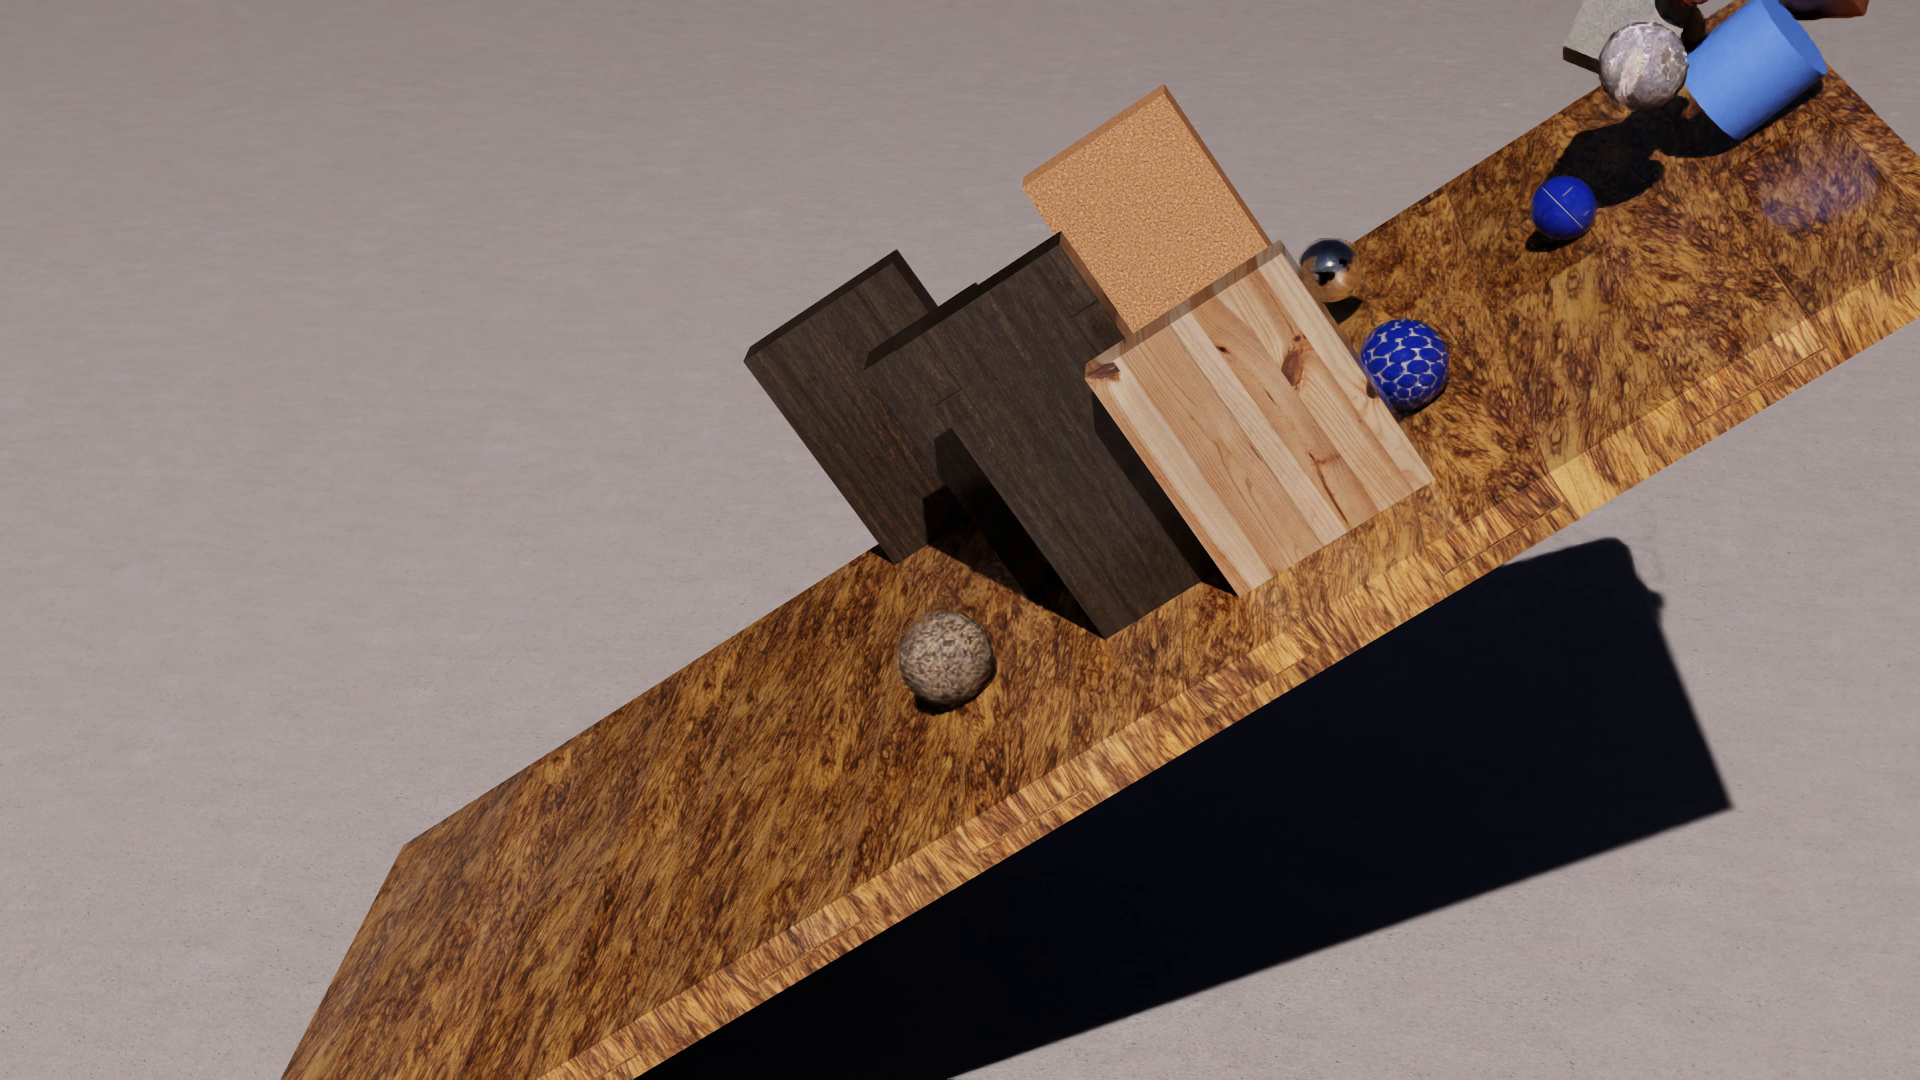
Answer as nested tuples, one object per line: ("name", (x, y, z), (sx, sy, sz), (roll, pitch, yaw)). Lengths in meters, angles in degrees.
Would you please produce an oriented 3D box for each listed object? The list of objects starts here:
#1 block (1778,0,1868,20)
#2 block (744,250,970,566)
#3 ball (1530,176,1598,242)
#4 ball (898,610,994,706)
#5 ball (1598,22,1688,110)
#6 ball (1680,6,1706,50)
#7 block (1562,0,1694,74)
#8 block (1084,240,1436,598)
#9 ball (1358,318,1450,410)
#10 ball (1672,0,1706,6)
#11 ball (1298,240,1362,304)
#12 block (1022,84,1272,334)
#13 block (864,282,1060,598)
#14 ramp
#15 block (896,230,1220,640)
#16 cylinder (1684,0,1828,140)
("block", (1.691, -1.161, 5.830), (0.185, 0.185, 0.185), (5, -20, 42))
("block", (-0.153, -0.312, 7.003), (0.433, 0.618, 0.117), (-32, 16, 15))
("ball", (1.230, -0.677, 5.994), (0.134, 0.134, 0.134), (0, 21, 0))
("ball", (-0.028, 0.238, 5.918), (0.191, 0.191, 0.191), (0, 21, 0))
("ball", (1.315, -0.912, 5.664), (0.170, 0.170, 0.170), (0, 21, 0))
("ball", (1.464, -1.048, 6.040), (0.131, 0.131, 0.131), (0, 21, 0))
("block", (1.334, -1.024, 5.852), (0.199, 0.199, 0.199), (24, 6, 9))
("block", (0.549, -0.218, 5.395), (0.424, 0.514, 0.092), (-32, 16, 15))
("ball", (0.862, -0.341, 5.716), (0.179, 0.179, 0.179), (0, 21, 0))
("ball", (1.406, -1.089, 5.664), (0.121, 0.121, 0.121), (0, 21, 0))
("ball", (0.805, -0.586, 6.414), (0.139, 0.139, 0.139), (0, 21, 0))
("block", (0.477, -0.602, 6.382), (0.365, 0.675, 0.097), (-32, 16, 15))
("block", (0.090, -0.208, 6.188), (0.275, 0.607, 0.132), (-32, 16, 15))
("ramp", (0.136, 0.173, 6.305), (4.000, 0.100, 2.000), (-32, 16, 15))
("block", (0.237, -0.194, 5.635), (0.374, 0.708, 0.097), (-32, 16, 15))
("cylinder", (1.569, -0.940, 5.832), (0.208, 0.208, 0.208), (-39, 3, 29))
